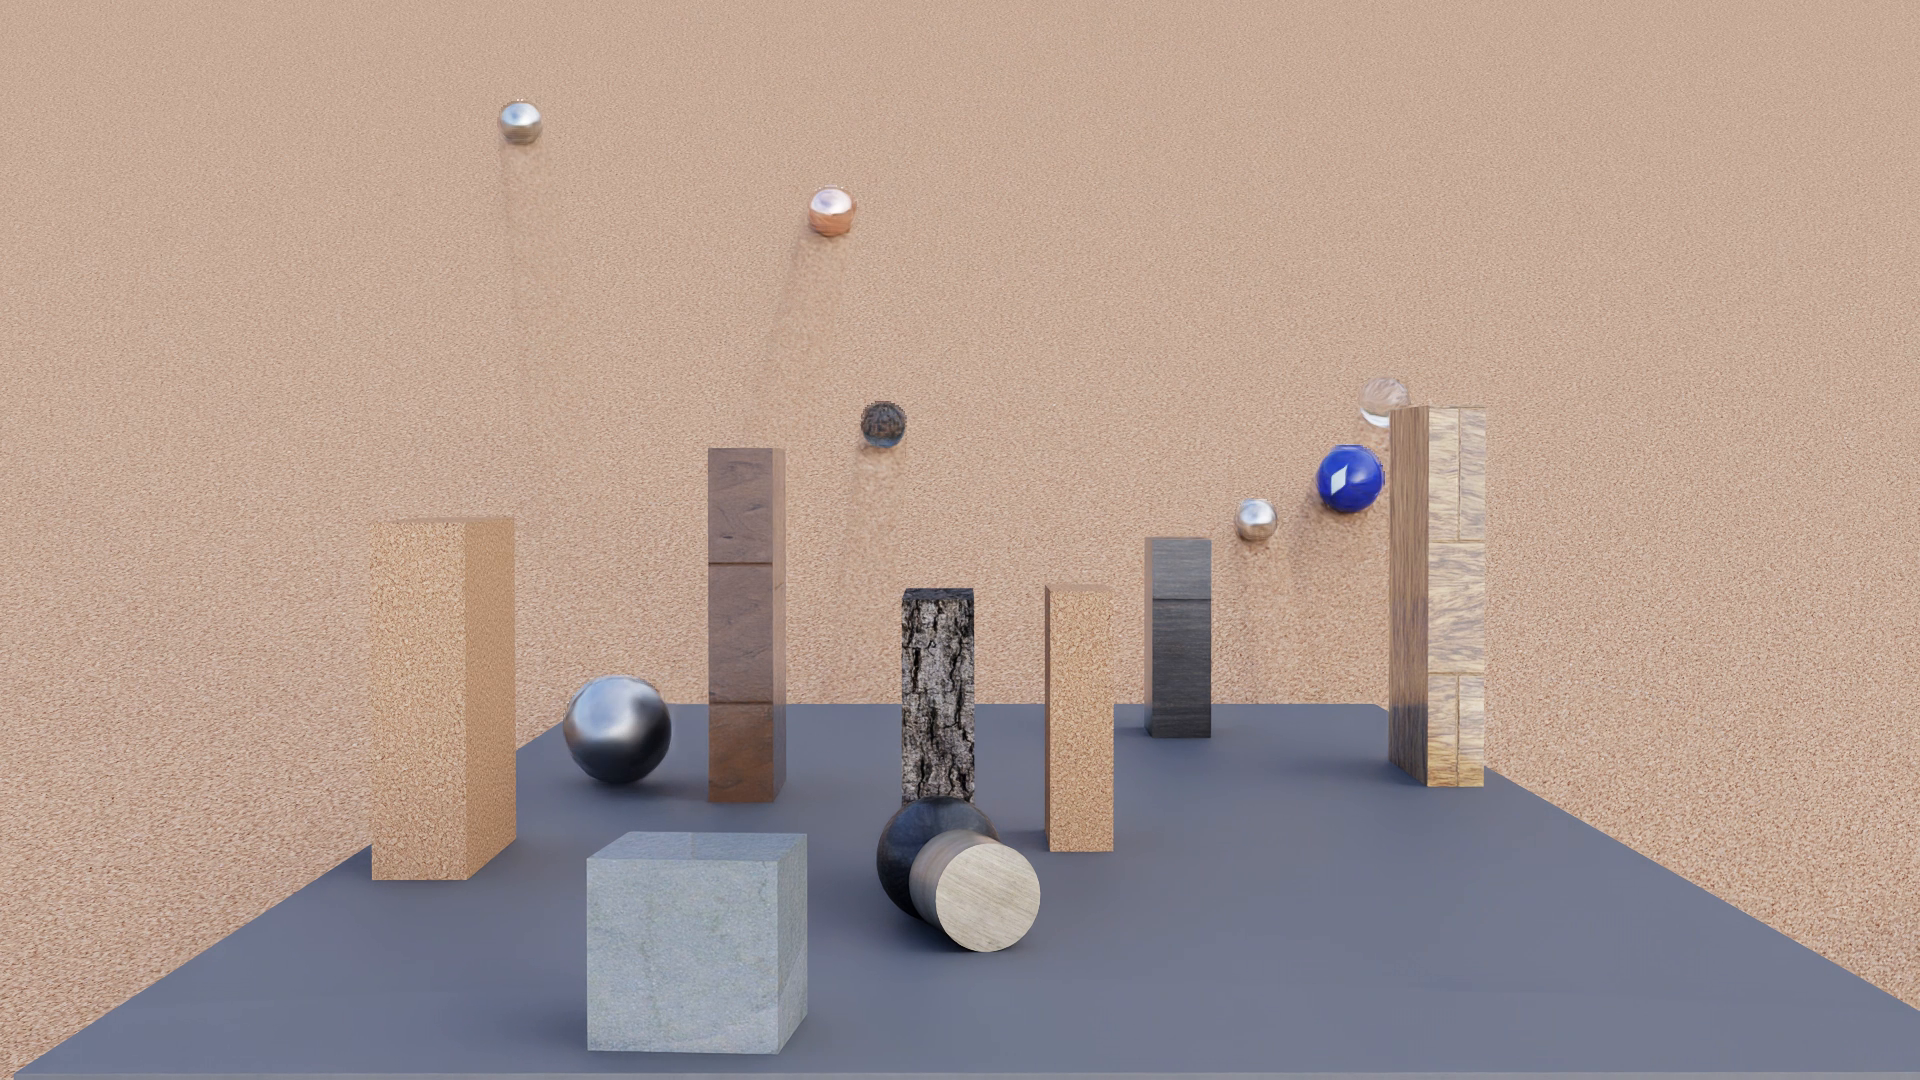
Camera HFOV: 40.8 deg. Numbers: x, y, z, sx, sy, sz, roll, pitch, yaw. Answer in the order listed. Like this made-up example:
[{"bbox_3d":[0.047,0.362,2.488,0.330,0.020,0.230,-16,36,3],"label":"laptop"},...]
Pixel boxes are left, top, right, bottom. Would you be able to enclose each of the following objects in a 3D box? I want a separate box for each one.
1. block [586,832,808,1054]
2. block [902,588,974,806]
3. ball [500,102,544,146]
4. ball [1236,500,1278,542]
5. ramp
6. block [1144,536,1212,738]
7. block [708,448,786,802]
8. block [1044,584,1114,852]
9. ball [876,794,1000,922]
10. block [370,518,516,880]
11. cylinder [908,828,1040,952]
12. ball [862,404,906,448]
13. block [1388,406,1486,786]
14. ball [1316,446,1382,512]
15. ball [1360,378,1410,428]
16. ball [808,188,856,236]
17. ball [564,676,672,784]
[{"bbox_3d":[-0.276,0.425,2.747,0.199,0.199,0.199,0,2,5],"label":"block"},{"bbox_3d":[-0.030,0.287,3.652,0.099,0.423,0.329,0,2,0],"label":"block"},{"bbox_3d":[-1.917,-1.820,11.270,0.186,0.186,0.186,0,25,0],"label":"ball"},{"bbox_3d":[0.879,-0.056,7.624,0.124,0.124,0.124,0,25,0],"label":"ball"},{"bbox_3d":[0.058,0.523,4.561,2.000,0.100,4.000,0,2,0],"label":"ramp"},{"bbox_3d":[0.492,0.216,5.843,0.131,0.441,0.244,0,2,0],"label":"block"},{"bbox_3d":[-0.393,0.148,4.795,0.116,0.636,0.350,0,2,0],"label":"block"},{"bbox_3d":[0.190,0.280,4.154,0.099,0.408,0.245,0,2,0],"label":"block"},{"bbox_3d":[-0.027,0.421,3.408,0.168,0.168,0.168,0,25,0],"label":"ball"},{"bbox_3d":[-0.789,0.230,3.965,0.138,0.521,0.423,0,2,0],"label":"block"},{"bbox_3d":[0.017,0.442,3.263,0.135,0.135,0.135,-7,3,-15],"label":"cylinder"},{"bbox_3d":[-0.245,-0.366,8.257,0.143,0.143,0.143,0,25,0],"label":"ball"},{"bbox_3d":[0.933,0.099,5.064,0.105,0.718,0.439,0,2,0],"label":"block"},{"bbox_3d":[1.178,-0.183,7.803,0.201,0.201,0.201,0,25,0],"label":"ball"},{"bbox_3d":[1.386,-0.448,8.407,0.162,0.162,0.162,0,25,0],"label":"ball"},{"bbox_3d":[-0.505,-1.293,10.158,0.187,0.187,0.187,0,25,0],"label":"ball"},{"bbox_3d":[-0.651,0.362,4.913,0.204,0.204,0.204,0,25,0],"label":"ball"}]
